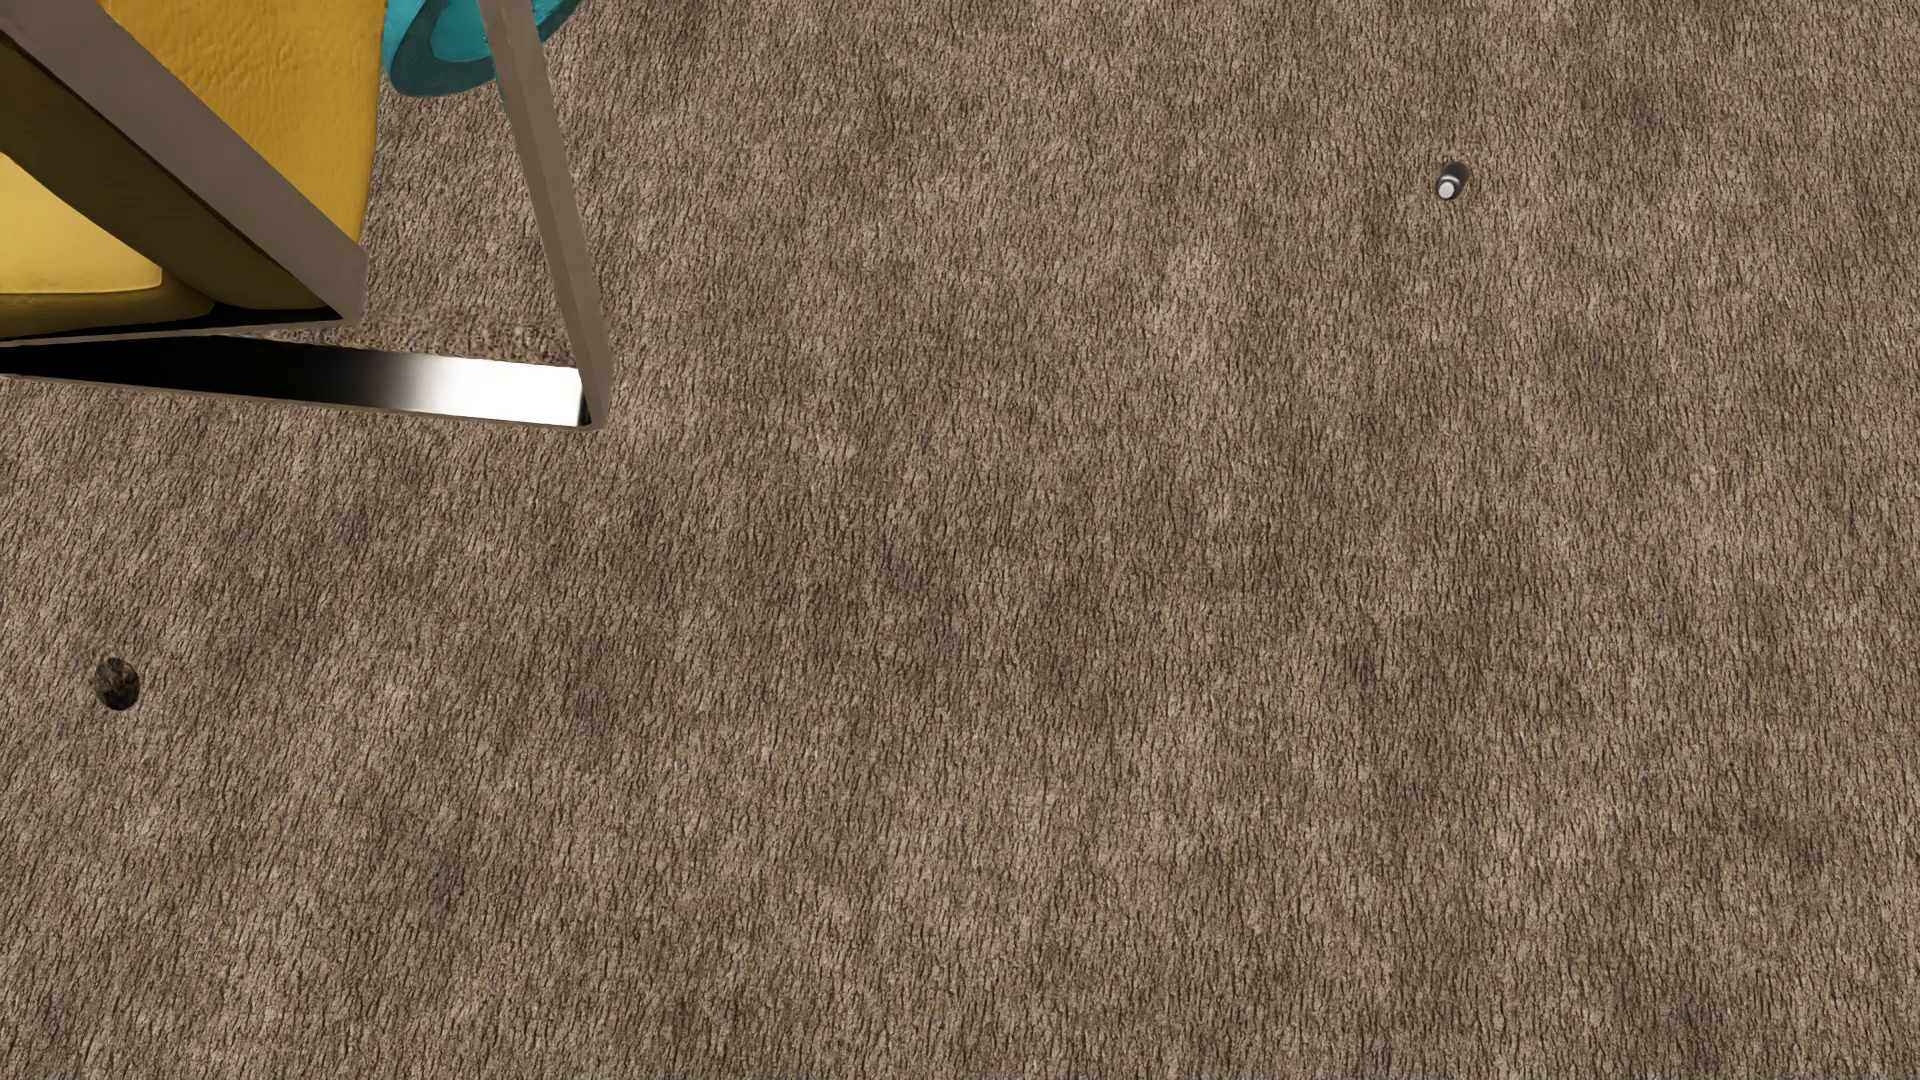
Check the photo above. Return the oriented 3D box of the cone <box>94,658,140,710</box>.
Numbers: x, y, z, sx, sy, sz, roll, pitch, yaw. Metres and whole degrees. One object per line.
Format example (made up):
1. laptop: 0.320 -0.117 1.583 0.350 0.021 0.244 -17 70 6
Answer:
1. cone: -1.443 0.251 3.749 0.074 0.142 0.092 -19 96 -16
